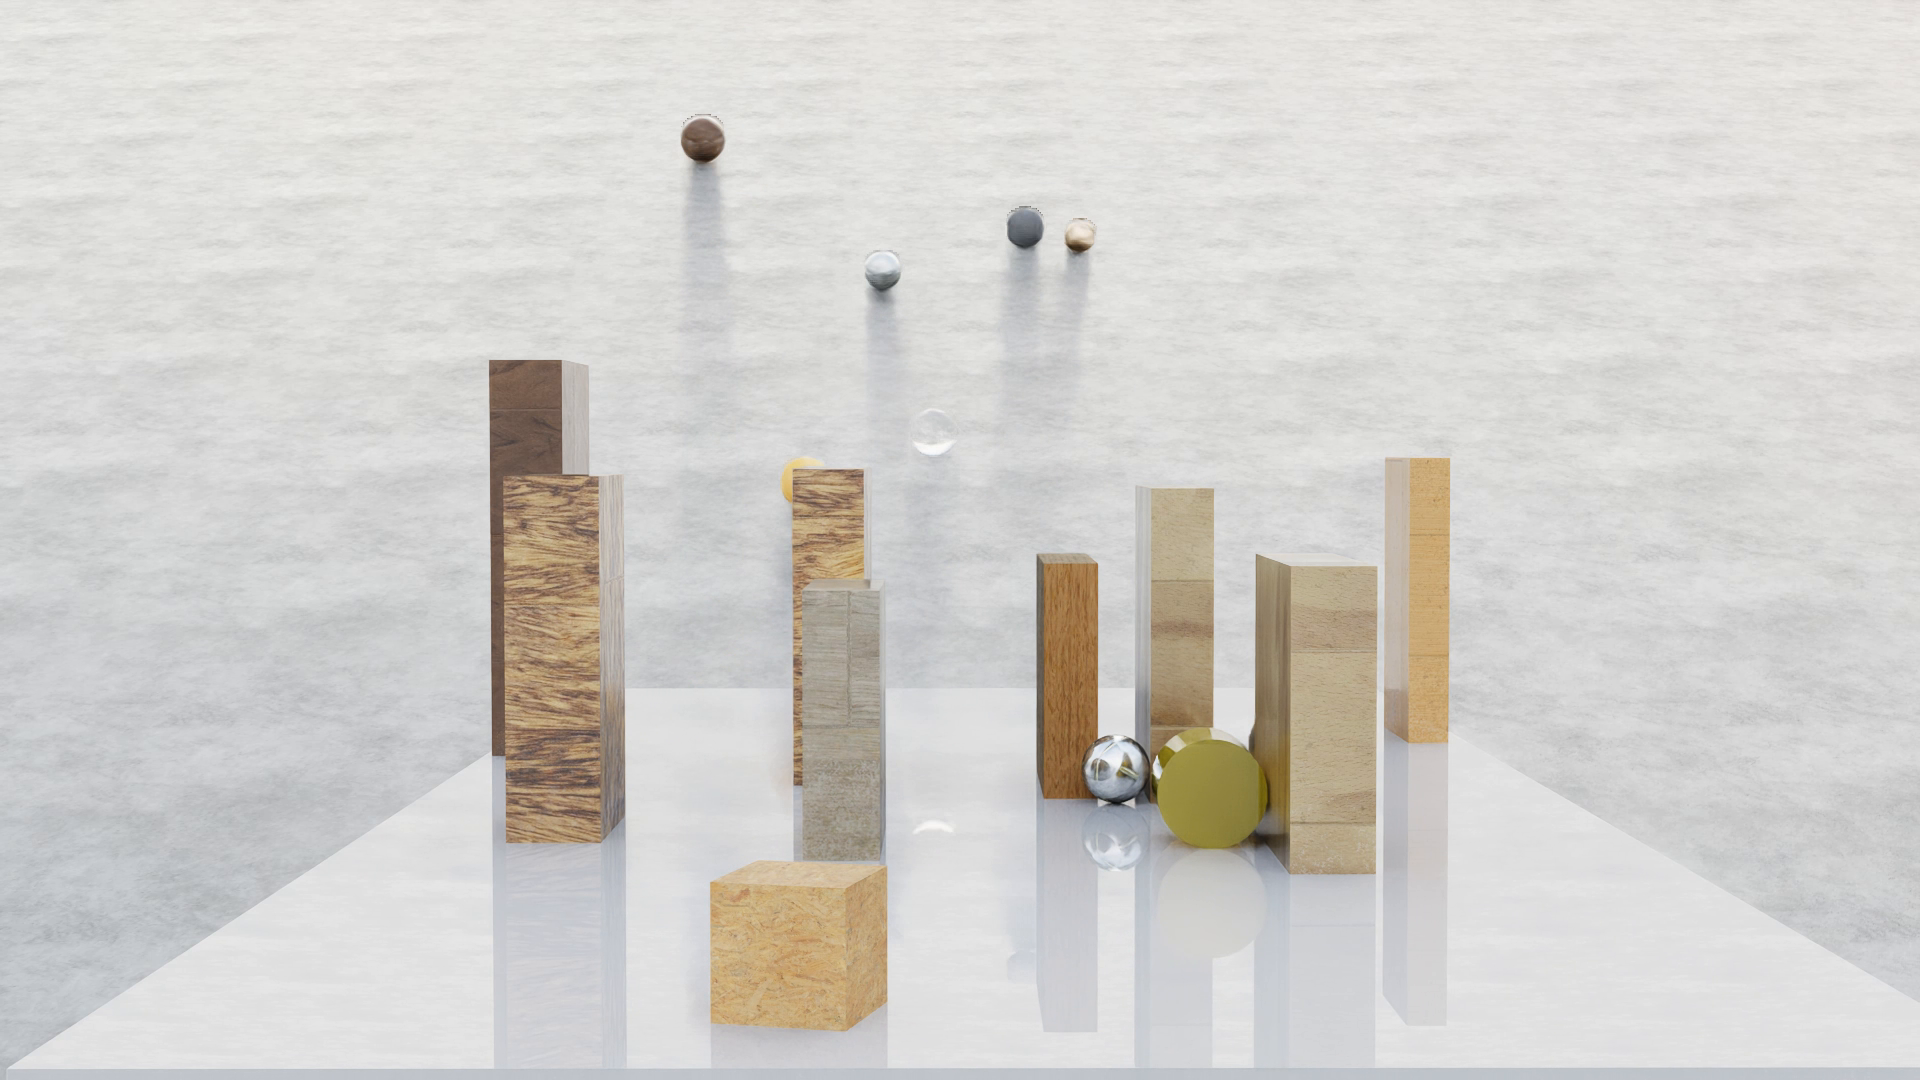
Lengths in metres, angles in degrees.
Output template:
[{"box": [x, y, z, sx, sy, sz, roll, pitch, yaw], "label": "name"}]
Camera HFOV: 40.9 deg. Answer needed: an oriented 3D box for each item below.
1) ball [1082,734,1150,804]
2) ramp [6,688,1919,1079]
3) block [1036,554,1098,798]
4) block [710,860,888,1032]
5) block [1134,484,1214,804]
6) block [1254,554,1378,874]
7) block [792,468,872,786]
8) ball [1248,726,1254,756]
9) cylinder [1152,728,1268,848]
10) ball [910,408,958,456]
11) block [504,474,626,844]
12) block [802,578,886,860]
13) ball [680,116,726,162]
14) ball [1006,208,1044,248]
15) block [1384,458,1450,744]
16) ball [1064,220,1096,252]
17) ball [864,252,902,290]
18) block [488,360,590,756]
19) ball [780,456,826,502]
[{"box": [0.268, 0.394, 4.434, 0.119, 0.119, 0.119, 0, 24, 0], "label": "ball"}, {"box": [0.055, 0.499, 4.546, 2.000, 0.100, 4.000, 0, 2, 0], "label": "ramp"}, {"box": [0.193, 0.238, 4.695, 0.094, 0.410, 0.426, 0, 2, 0], "label": "block"}, {"box": [-0.173, 0.437, 2.794, 0.151, 0.151, 0.151, 1, 2, 15], "label": "block"}, {"box": [0.381, 0.175, 4.612, 0.108, 0.542, 0.387, 0, 2, 0], "label": "block"}, {"box": [0.535, 0.251, 3.906, 0.124, 0.443, 0.437, 0, 2, 0], "label": "block"}, {"box": [-0.238, 0.151, 4.865, 0.129, 0.573, 0.423, 0, 2, 0], "label": "block"}, {"box": [0.595, 0.369, 4.623, 0.154, 0.154, 0.154, 0, 24, 0], "label": "ball"}, {"box": [0.386, 0.384, 4.009, 0.169, 0.169, 0.169, 0, 2, 1], "label": "cylinder"}, {"box": [-0.084, -0.342, 8.192, 0.154, 0.154, 0.154, 0, 24, 0], "label": "ball"}, {"box": [-0.631, 0.180, 4.131, 0.147, 0.568, 0.300, 0, 2, 0], "label": "block"}, {"box": [-0.176, 0.269, 3.974, 0.114, 0.401, 0.329, 0, 2, 0], "label": "block"}, {"box": [-1.128, -1.760, 11.316, 0.199, 0.199, 0.199, 0, 24, 0], "label": "ball"}, {"box": [0.257, -1.233, 10.193, 0.152, 0.152, 0.152, 0, 24, 0], "label": "ball"}, {"box": [0.969, 0.120, 5.472, 0.083, 0.590, 0.308, 0, 2, 0], "label": "block"}, {"box": [0.471, -1.194, 10.139, 0.124, 0.124, 0.124, 0, 24, 0], "label": "ball"}, {"box": [-0.291, -1.017, 9.719, 0.144, 0.144, 0.144, 0, 24, 0], "label": "ball"}, {"box": [-0.858, 0.030, 5.287, 0.144, 0.786, 0.374, 0, 2, 0], "label": "block"}, {"box": [-0.468, -0.175, 7.818, 0.154, 0.154, 0.154, 0, 24, 0], "label": "ball"}]
